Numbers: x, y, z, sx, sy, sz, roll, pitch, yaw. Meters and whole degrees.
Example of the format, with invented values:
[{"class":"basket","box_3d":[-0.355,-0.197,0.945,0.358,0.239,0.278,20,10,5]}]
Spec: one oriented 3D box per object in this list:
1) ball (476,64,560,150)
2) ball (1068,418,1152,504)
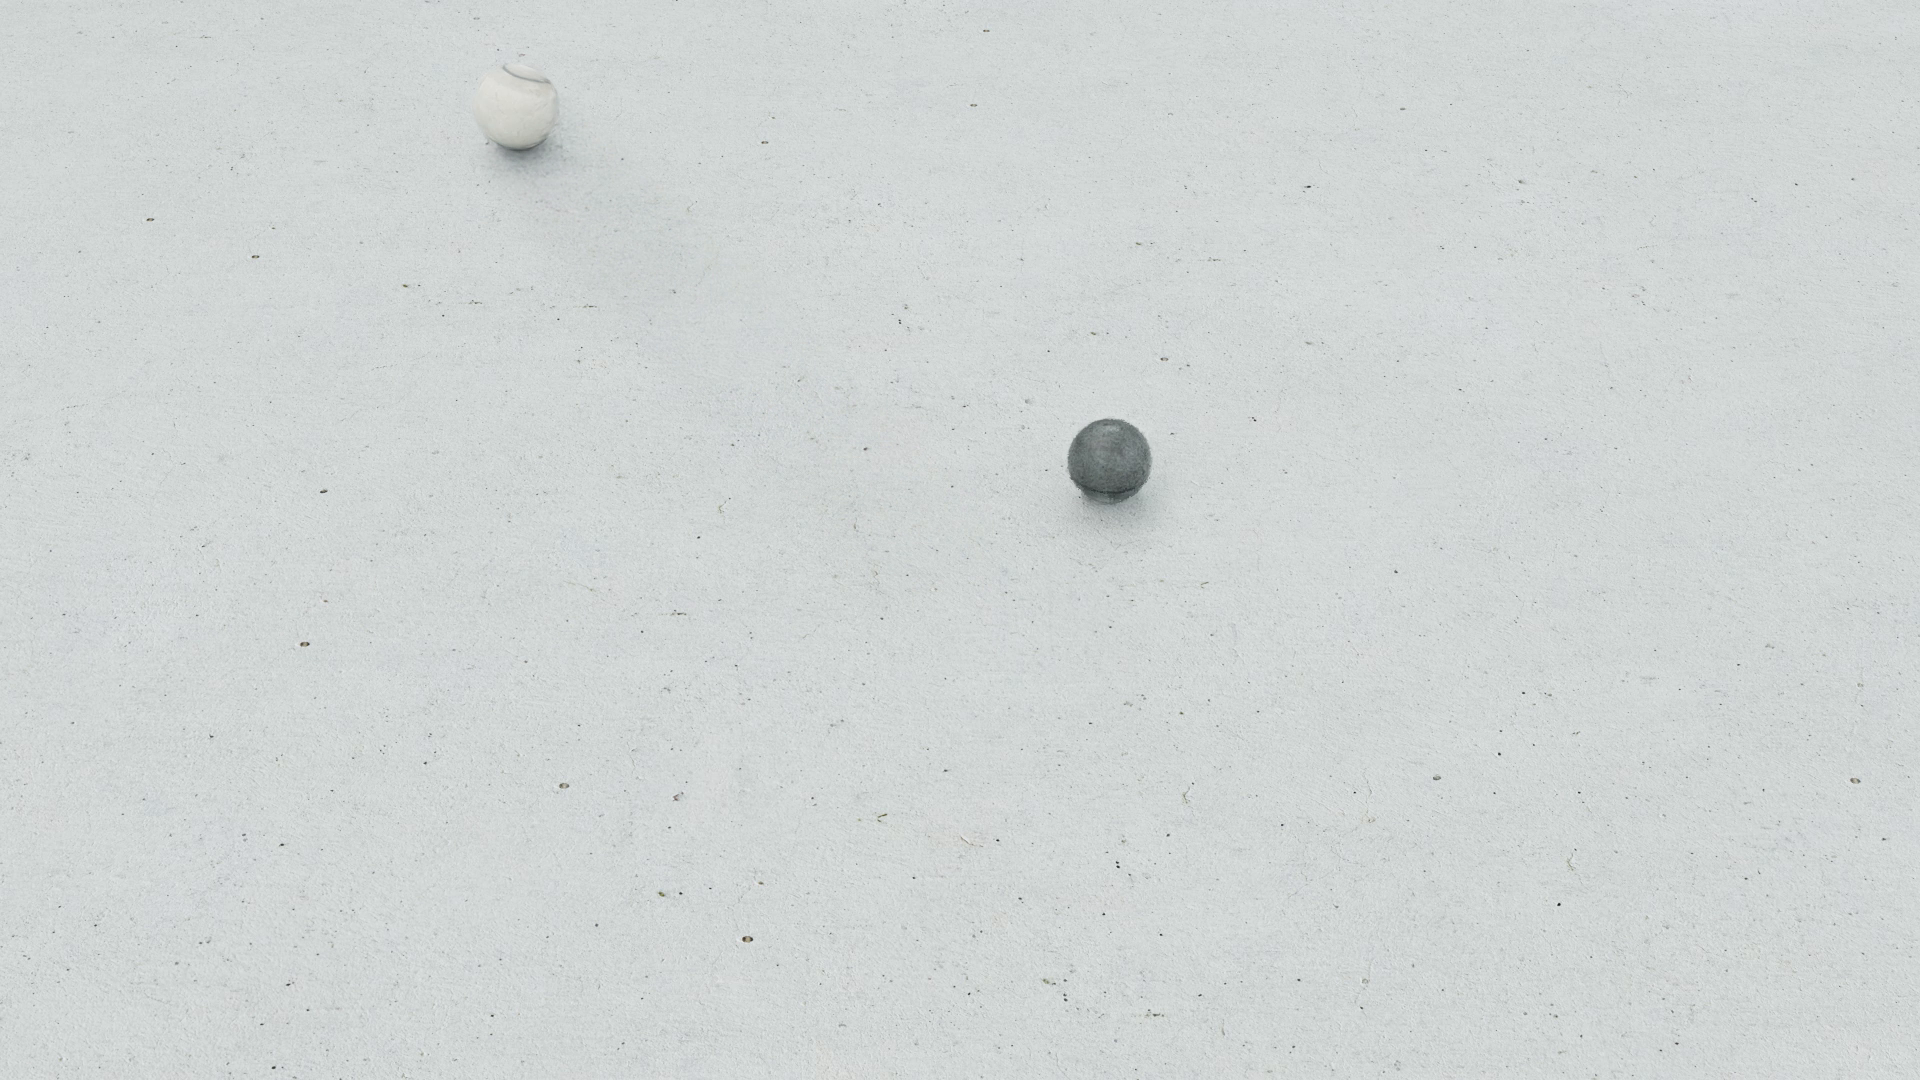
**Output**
[{"class":"ball","box_3d":[-0.331,-0.324,1.920,0.063,0.063,0.063,0,37,0]},{"class":"ball","box_3d":[0.091,-0.048,1.567,0.052,0.052,0.052,0,37,0]}]
